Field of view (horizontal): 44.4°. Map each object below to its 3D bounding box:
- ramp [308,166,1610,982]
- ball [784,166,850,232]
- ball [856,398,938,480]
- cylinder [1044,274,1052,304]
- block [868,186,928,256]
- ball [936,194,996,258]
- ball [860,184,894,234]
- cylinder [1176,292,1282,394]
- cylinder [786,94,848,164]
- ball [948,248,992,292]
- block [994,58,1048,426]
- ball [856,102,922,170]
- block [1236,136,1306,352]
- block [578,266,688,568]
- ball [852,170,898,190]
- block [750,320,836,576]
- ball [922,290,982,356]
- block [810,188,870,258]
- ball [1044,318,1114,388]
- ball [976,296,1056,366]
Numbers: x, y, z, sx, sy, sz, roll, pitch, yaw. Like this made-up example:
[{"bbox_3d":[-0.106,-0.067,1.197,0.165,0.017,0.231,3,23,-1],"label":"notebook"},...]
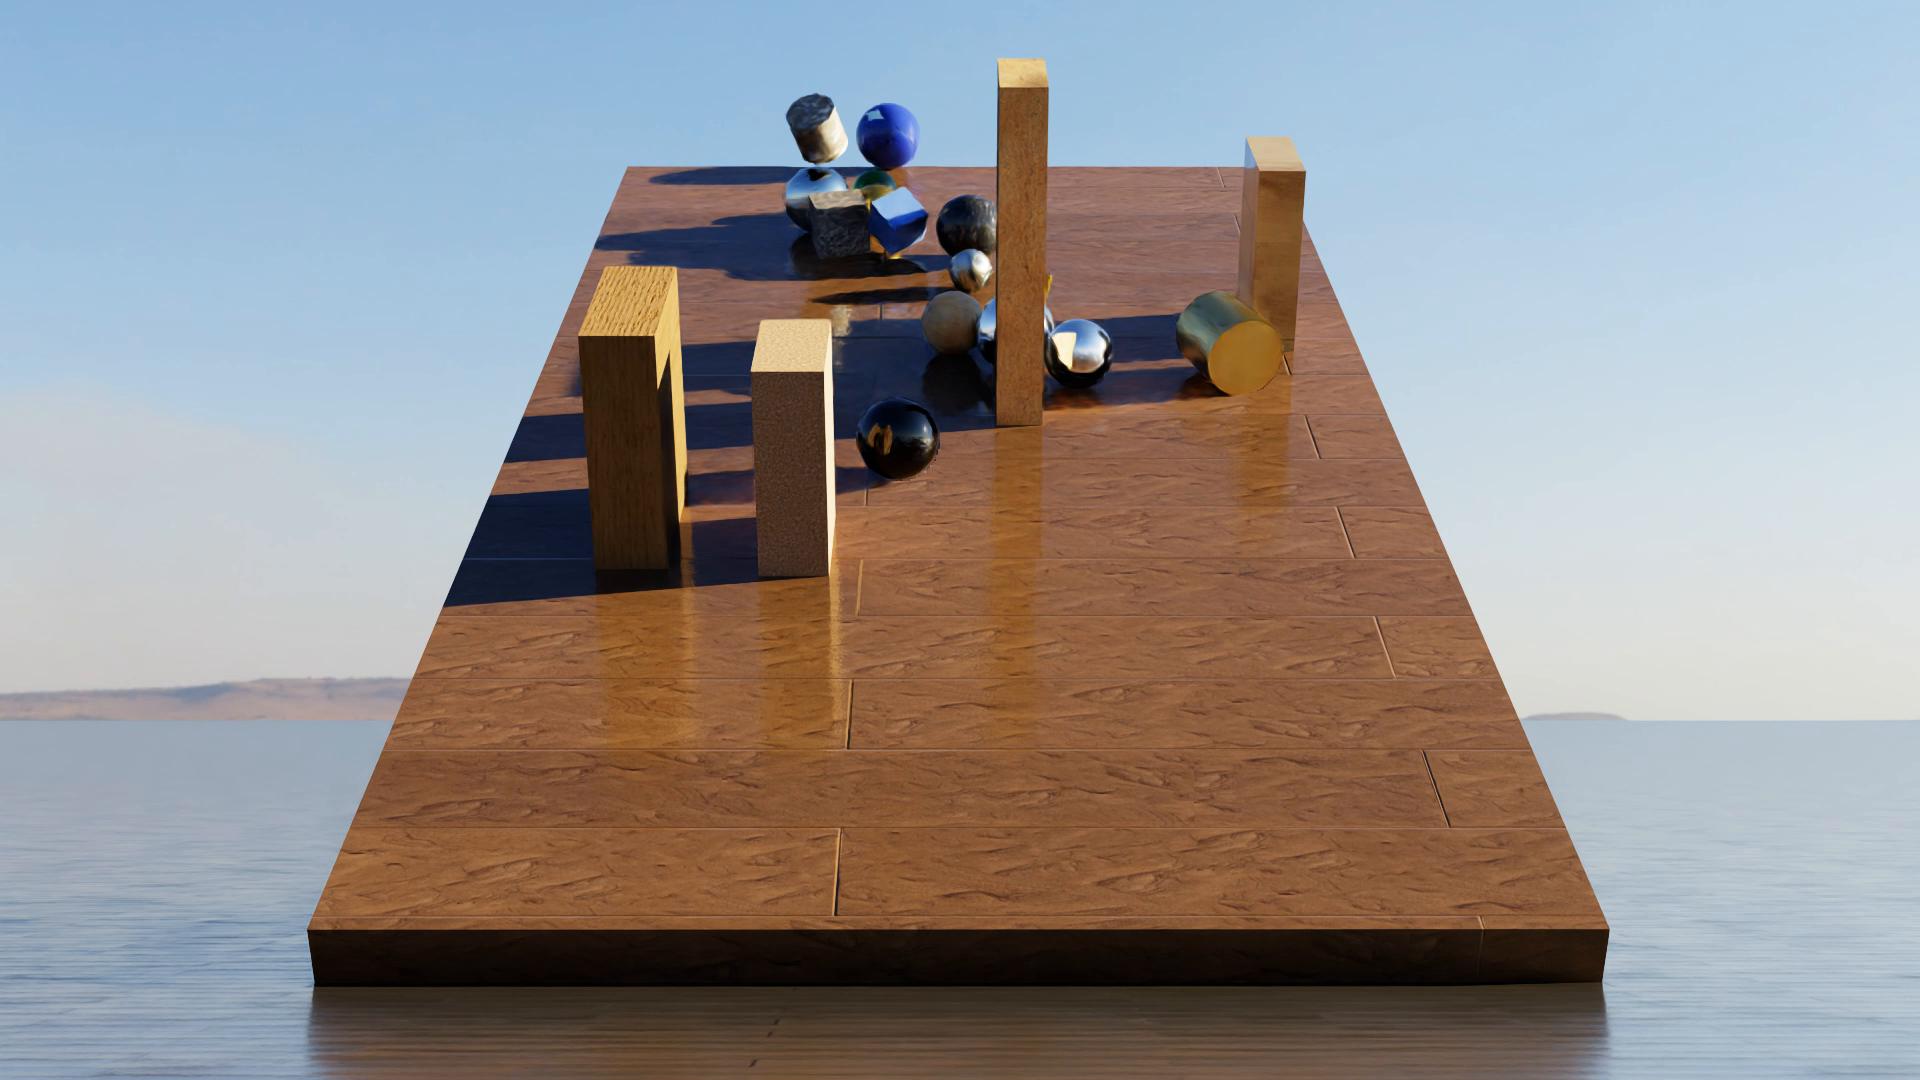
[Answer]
[{"bbox_3d":[-0.010,-0.229,5.434,2.000,0.100,4.000,0,26,0],"label":"ramp"},{"bbox_3d":[-0.400,-0.956,6.605,0.187,0.187,0.187,0,-4,0],"label":"ball"},{"bbox_3d":[-0.136,-0.220,5.098,0.178,0.178,0.178,0,-4,0],"label":"ball"},{"bbox_3d":[0.169,-0.633,5.980,0.109,0.109,0.109,15,7,-2],"label":"cylinder"},{"bbox_3d":[-0.171,-0.873,6.438,0.112,0.112,0.112,-30,-23,-22],"label":"block"},{"bbox_3d":[0.026,-0.846,6.384,0.184,0.184,0.184,0,-4,0],"label":"ball"},{"bbox_3d":[-0.234,-0.929,6.604,0.141,0.141,0.141,0,-4,0],"label":"ball"},{"bbox_3d":[0.636,-0.469,5.594,0.189,0.189,0.189,2,26,-23],"label":"cylinder"},{"bbox_3d":[-0.396,-1.140,6.533,0.137,0.137,0.137,-1,-35,16],"label":"cylinder"},{"bbox_3d":[0.027,-0.707,6.176,0.114,0.114,0.114,0,-4,0],"label":"ball"},{"bbox_3d":[0.136,-0.670,5.330,0.105,0.787,0.246,0,26,0],"label":"block"},{"bbox_3d":[-0.217,-1.228,7.154,0.199,0.199,0.199,0,-4,0],"label":"ball"},{"bbox_3d":[0.769,-0.737,5.846,0.111,0.460,0.293,0,26,0],"label":"block"},{"bbox_3d":[-0.659,-0.254,4.795,0.147,0.499,0.402,0,26,0],"label":"block"},{"bbox_3d":[-0.244,-1.000,6.763,0.130,0.130,0.130,0,-4,0],"label":"ball"},{"bbox_3d":[-0.331,-0.186,4.726,0.141,0.439,0.281,0,26,0],"label":"block"},{"bbox_3d":[-0.016,-0.532,5.765,0.157,0.157,0.157,0,-4,0],"label":"ball"},{"bbox_3d":[-0.331,-0.871,6.475,0.141,0.141,0.141,-7,27,-9],"label":"block"},{"bbox_3d":[0.280,-0.441,5.569,0.165,0.165,0.165,0,-4,0],"label":"ball"},{"bbox_3d":[0.134,-0.500,5.659,0.195,0.195,0.195,0,-4,0],"label":"ball"}]
